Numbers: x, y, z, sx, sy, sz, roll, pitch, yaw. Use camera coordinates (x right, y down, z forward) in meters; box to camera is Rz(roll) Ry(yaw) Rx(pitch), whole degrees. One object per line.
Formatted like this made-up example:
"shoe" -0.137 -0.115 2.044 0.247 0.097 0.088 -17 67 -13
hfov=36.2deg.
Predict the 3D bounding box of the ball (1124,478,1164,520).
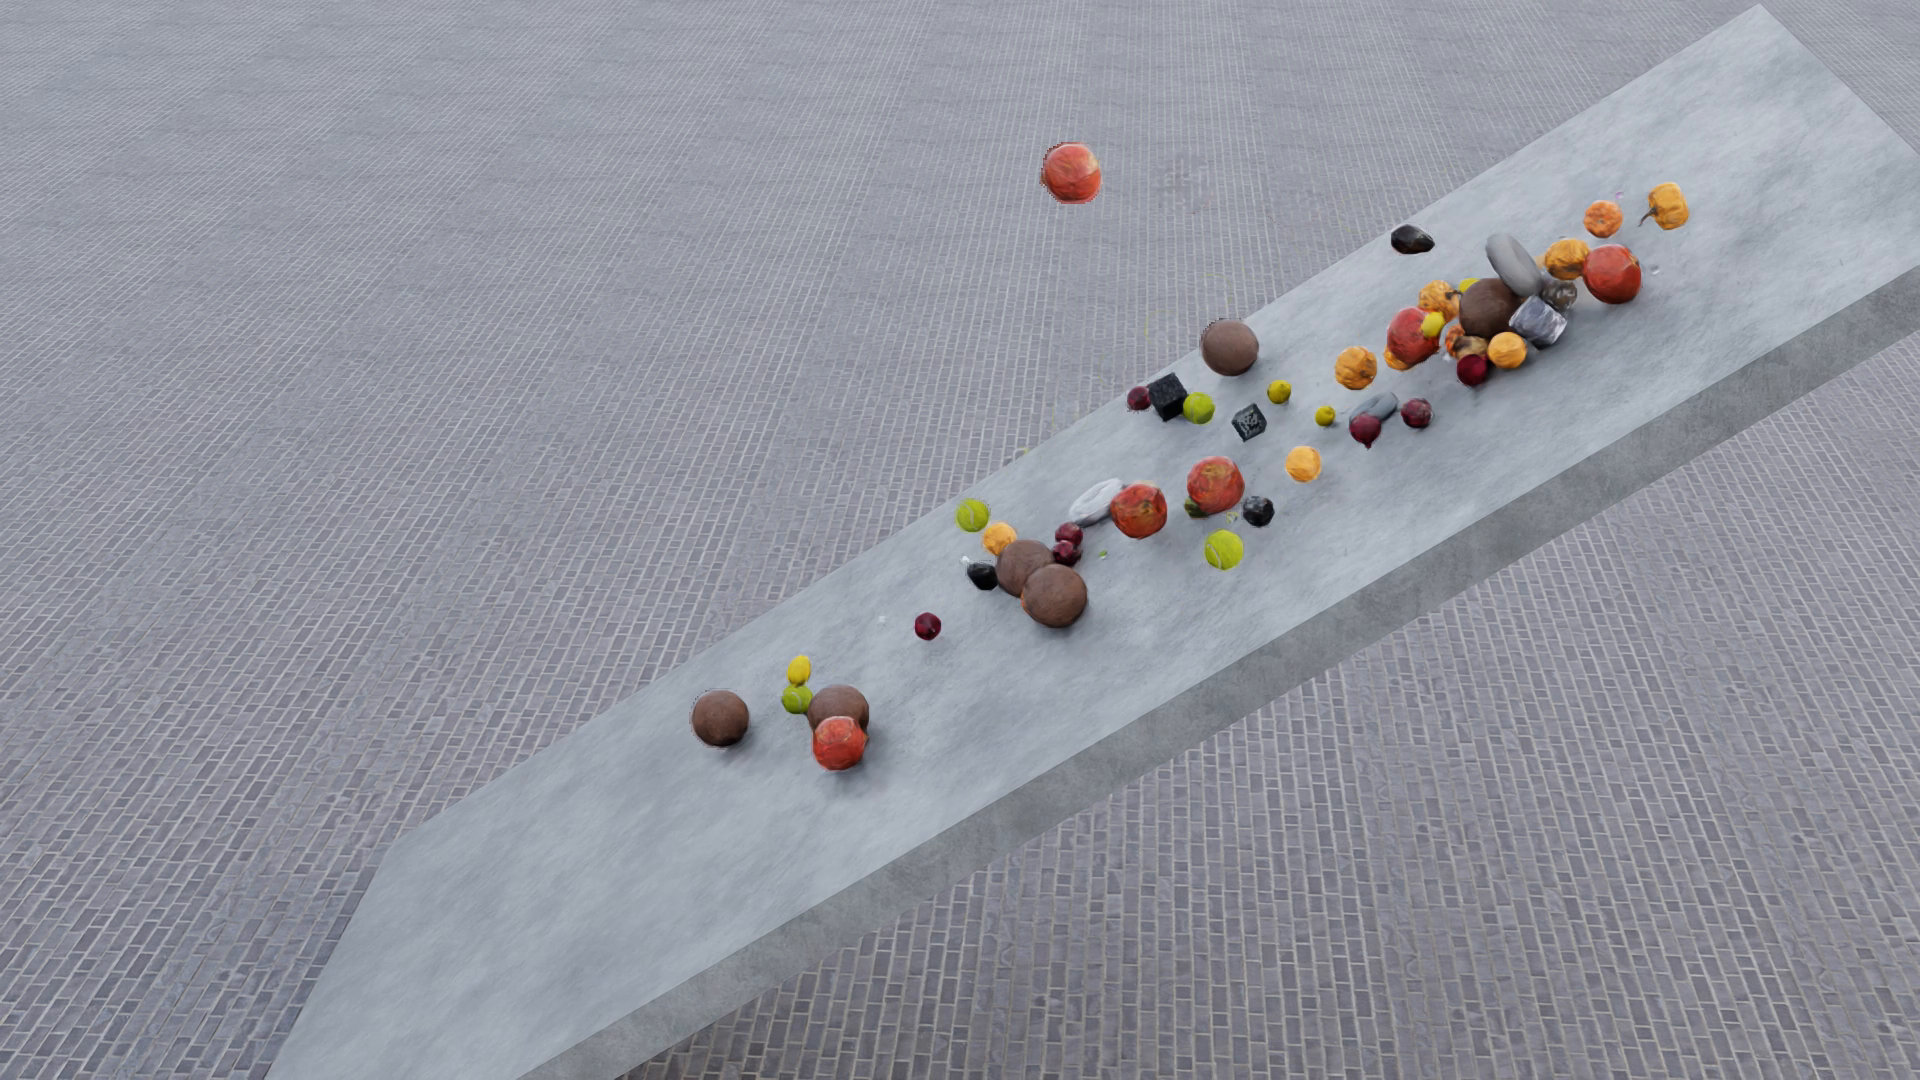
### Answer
"ball" 0.386 -0.086 6.195 0.084 0.084 0.084 0 21 0

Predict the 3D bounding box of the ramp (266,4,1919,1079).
"ramp" 0.138 0.172 6.299 4.000 0.100 2.000 -31 16 14

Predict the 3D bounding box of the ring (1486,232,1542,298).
"ring" 1.069 -0.530 5.673 0.049 0.146 0.146 -37 6 25

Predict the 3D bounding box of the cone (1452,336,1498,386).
"cone" 0.993 -0.339 5.731 0.090 0.090 0.090 15 -16 4

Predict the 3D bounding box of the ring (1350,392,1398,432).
"ring" 0.824 -0.256 5.862 0.109 0.036 0.109 -33 12 8

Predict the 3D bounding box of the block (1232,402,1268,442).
"block" 0.617 -0.251 6.265 0.051 0.051 0.051 -28 17 26

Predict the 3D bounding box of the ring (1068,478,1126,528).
"ring" 0.301 -0.080 6.430 0.145 0.048 0.145 -35 13 9

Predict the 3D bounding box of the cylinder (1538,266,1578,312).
"cylinder" 1.160 -0.491 5.750 0.070 0.070 0.070 -4 29 -10

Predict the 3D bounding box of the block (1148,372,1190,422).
"block" 0.475 -0.325 6.686 0.068 0.068 0.068 -28 61 -6

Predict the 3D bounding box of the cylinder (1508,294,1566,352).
"cylinder" 1.103 -0.415 5.614 0.077 0.077 0.077 37 20 -8

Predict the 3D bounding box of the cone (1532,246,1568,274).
"cone" 1.143 -0.536 5.843 0.098 0.098 0.098 3 19 30

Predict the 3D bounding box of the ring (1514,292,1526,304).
"ring" 1.135 -0.483 5.822 0.081 0.027 0.081 11 34 -8
